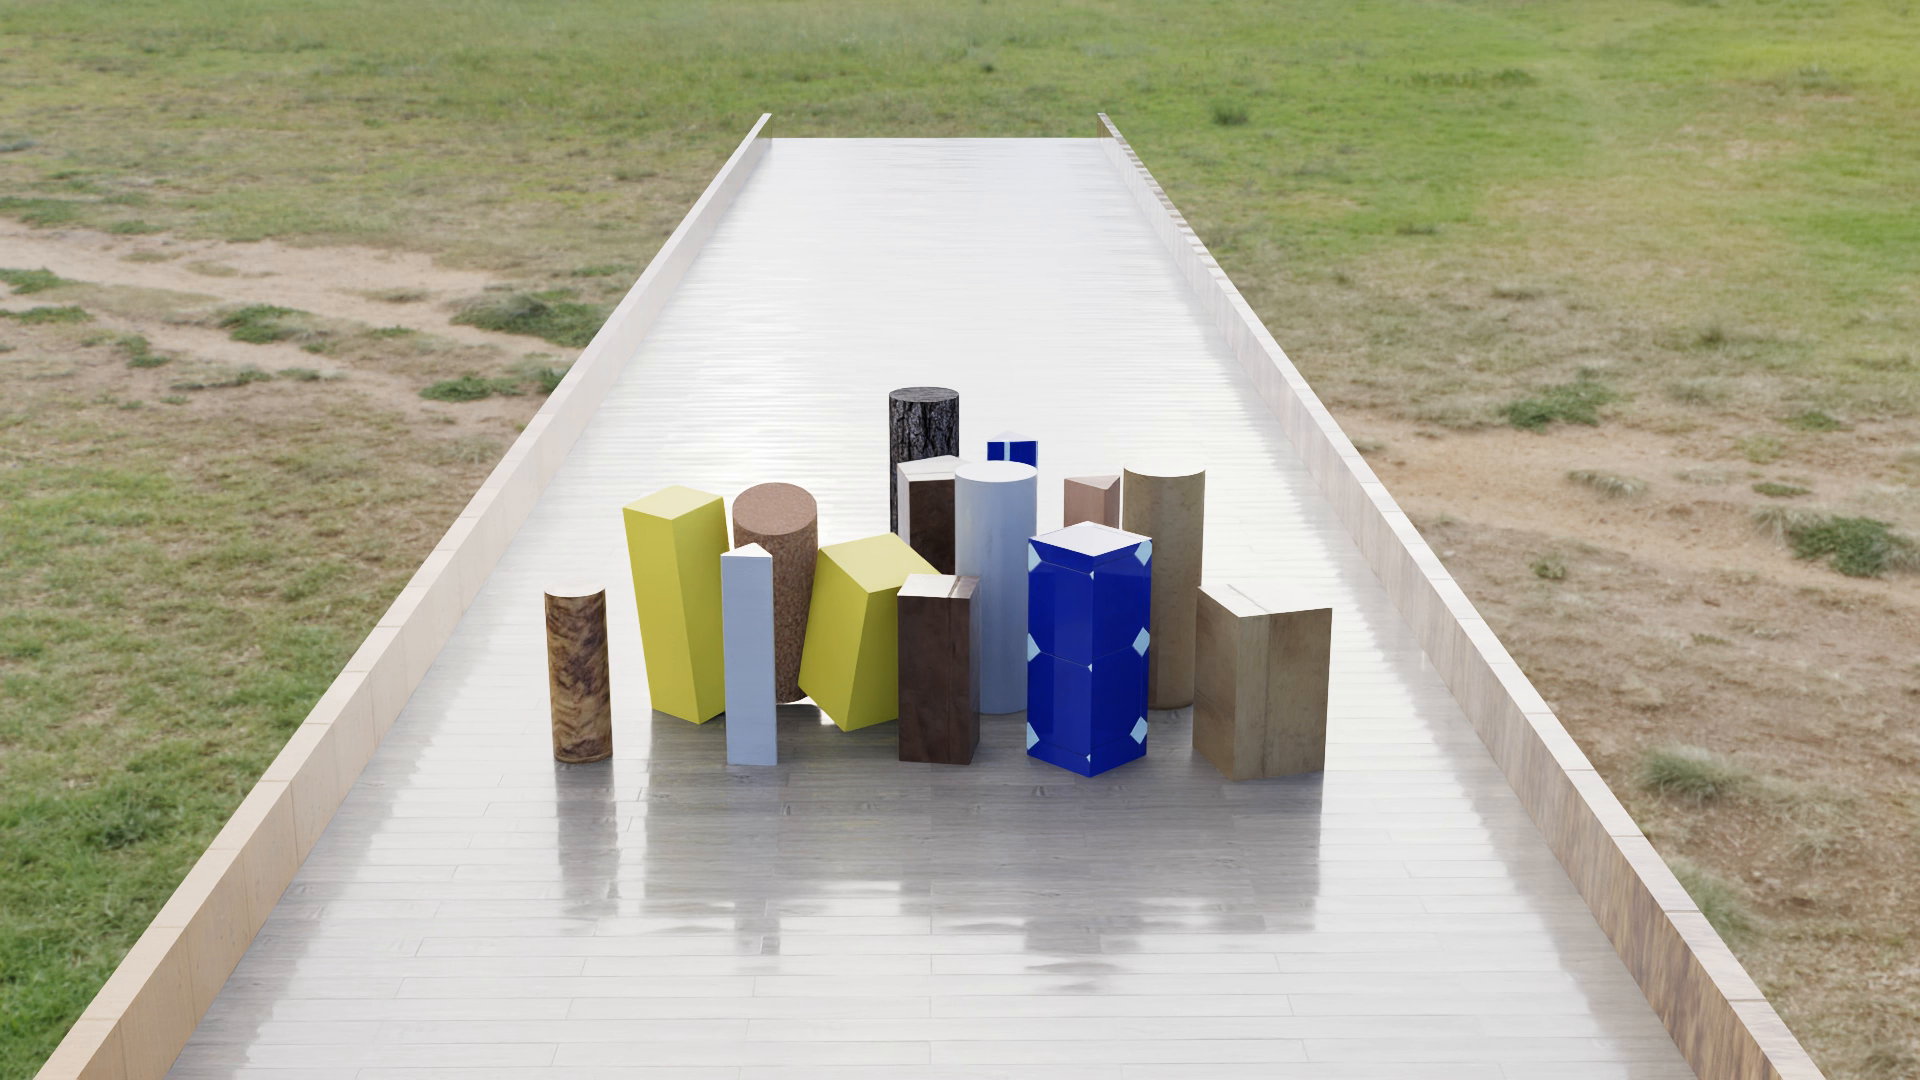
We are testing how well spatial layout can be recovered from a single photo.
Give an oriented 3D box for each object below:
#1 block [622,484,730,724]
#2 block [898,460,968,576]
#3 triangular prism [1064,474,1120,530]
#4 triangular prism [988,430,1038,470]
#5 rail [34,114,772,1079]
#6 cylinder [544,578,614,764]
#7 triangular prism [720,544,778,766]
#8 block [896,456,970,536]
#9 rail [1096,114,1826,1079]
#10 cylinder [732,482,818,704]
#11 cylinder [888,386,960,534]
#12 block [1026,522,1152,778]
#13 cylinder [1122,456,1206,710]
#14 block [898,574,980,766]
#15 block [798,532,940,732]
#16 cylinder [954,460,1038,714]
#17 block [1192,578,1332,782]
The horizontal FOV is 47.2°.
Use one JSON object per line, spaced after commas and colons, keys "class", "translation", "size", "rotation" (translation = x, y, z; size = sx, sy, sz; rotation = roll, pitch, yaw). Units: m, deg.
{"class": "block", "translation": [-0.507, 0.119, 4.086], "size": [0.131, 0.409, 0.131], "rotation": [14, 28, 38]}
{"class": "block", "translation": [-0.043, 0.054, 4.350], "size": [0.137, 0.395, 0.137], "rotation": [-3, 16, -10]}
{"class": "triangular prism", "translation": [0.282, 0.053, 4.411], "size": [0.099, 0.363, 0.115], "rotation": [-15, 22, -41]}
{"class": "triangular prism", "translation": [0.105, -0.036, 4.677], "size": [0.106, 0.382, 0.092], "rotation": [-2, 17, -5]}
{"class": "rail", "translation": [-1.118, -0.838, 7.780], "size": [0.050, 0.150, 12.000], "rotation": [0, 17, -1]}
{"class": "cylinder", "translation": [-0.675, 0.233, 3.898], "size": [0.107, 0.312, 0.107], "rotation": [0, 17, 0]}
{"class": "triangular prism", "translation": [-0.364, 0.201, 3.873], "size": [0.089, 0.386, 0.077], "rotation": [1, 17, 5]}
{"class": "block", "translation": [-0.037, 0.023, 4.511], "size": [0.134, 0.361, 0.134], "rotation": [-11, 20, -37]}
{"class": "rail", "translation": [0.932, -0.844, 7.801], "size": [0.050, 0.150, 12.000], "rotation": [0, 17, -1]}
{"class": "cylinder", "translation": [-0.340, 0.103, 4.109], "size": [0.155, 0.413, 0.155], "rotation": [1, 39, -1]}
{"class": "cylinder", "translation": [-0.079, -0.120, 4.894], "size": [0.156, 0.419, 0.156], "rotation": [0, 17, 0]}
{"class": "block", "translation": [0.227, 0.191, 3.877], "size": [0.151, 0.404, 0.151], "rotation": [-16, 23, -42]}
{"class": "cylinder", "translation": [0.380, 0.081, 4.154], "size": [0.153, 0.456, 0.153], "rotation": [0, 17, 0]}
{"class": "block", "translation": [-0.036, 0.229, 3.912], "size": [0.127, 0.310, 0.127], "rotation": [3, 17, 9]}
{"class": "block", "translation": [-0.168, 0.170, 4.066], "size": [0.165, 0.303, 0.165], "rotation": [-12, 36, -35]}
{"class": "cylinder", "translation": [0.067, 0.088, 4.138], "size": [0.154, 0.451, 0.154], "rotation": [0, 17, 0]}
{"class": "block", "translation": [0.530, 0.244, 3.877], "size": [0.176, 0.302, 0.176], "rotation": [-5, 17, -17]}
